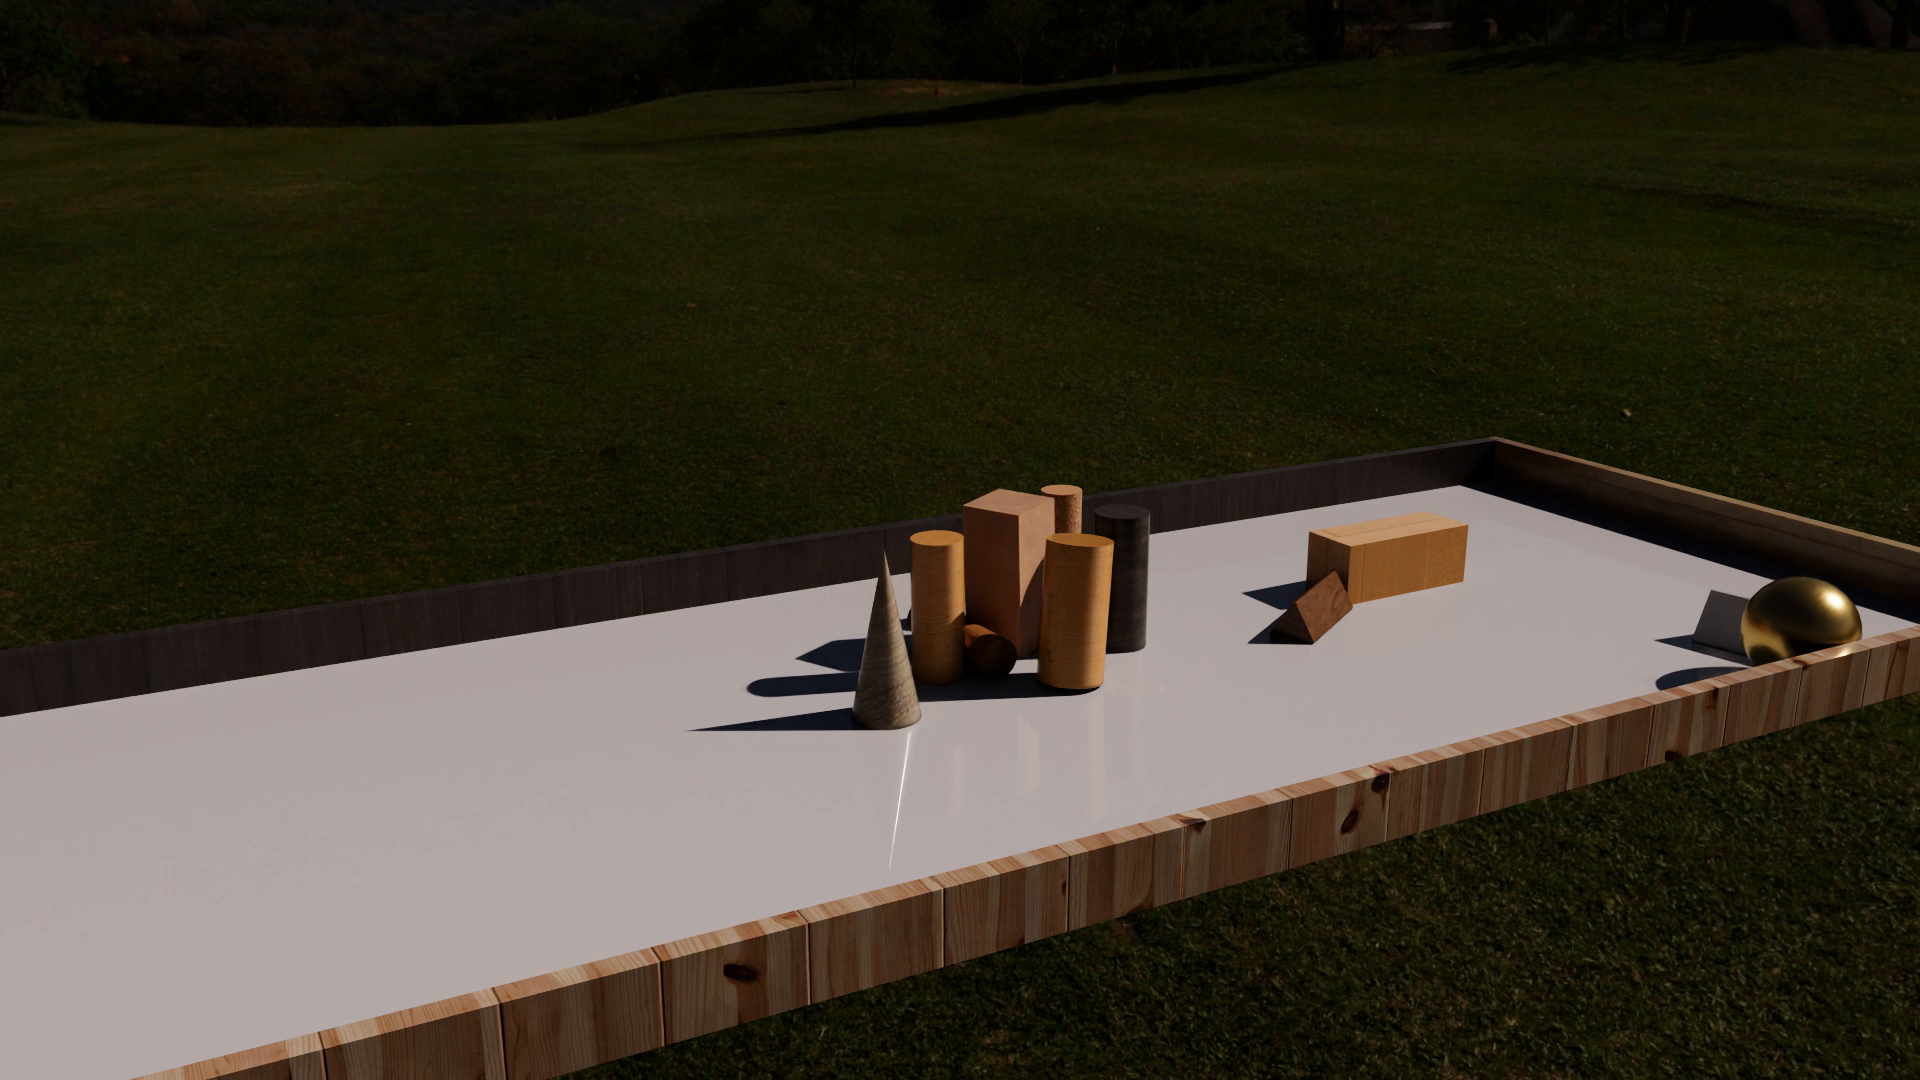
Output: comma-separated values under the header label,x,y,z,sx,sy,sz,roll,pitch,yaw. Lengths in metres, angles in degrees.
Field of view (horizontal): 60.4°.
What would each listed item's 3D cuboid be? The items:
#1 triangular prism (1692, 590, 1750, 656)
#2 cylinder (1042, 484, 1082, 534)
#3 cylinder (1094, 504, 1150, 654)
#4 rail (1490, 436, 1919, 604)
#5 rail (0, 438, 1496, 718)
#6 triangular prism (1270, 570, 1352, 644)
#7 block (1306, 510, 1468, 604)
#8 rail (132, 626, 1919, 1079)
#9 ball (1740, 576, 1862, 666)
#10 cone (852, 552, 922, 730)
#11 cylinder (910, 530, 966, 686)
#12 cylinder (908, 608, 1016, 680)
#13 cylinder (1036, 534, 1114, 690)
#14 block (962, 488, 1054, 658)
label,x,y,z,sx,sy,sz,roll,pitch,yaw
triangular prism,2.137,0.235,4.310,0.151,0.131,0.370,-13,21,-38
cylinder,0.279,0.037,4.584,0.113,0.364,0.113,0,16,0
cylinder,0.424,0.101,4.359,0.146,0.367,0.146,0,16,0
rail,2.466,-0.048,5.253,0.050,0.150,2.100,-9,18,-27
rail,-3.305,0.497,3.399,12.000,0.150,0.050,-9,18,-27
triangular prism,0.977,0.175,4.559,0.124,0.107,0.341,10,19,29
block,1.262,0.050,4.872,0.458,0.177,0.177,-9,19,-28
rail,-2.336,1.006,1.665,12.000,0.150,0.050,-9,18,-27
ball,2.090,0.226,4.102,0.273,0.273,0.273,0,16,0
cone,-0.175,0.219,3.867,0.169,0.418,0.169,0,16,0
cylinder,-0.055,0.169,4.131,0.134,0.364,0.134,0,17,0
cylinder,0.001,0.254,4.303,0.106,0.106,0.378,-10,19,-30
cylinder,0.285,0.174,4.097,0.169,0.358,0.169,3,11,-1
block,0.132,0.086,4.352,0.173,0.392,0.173,11,22,33
